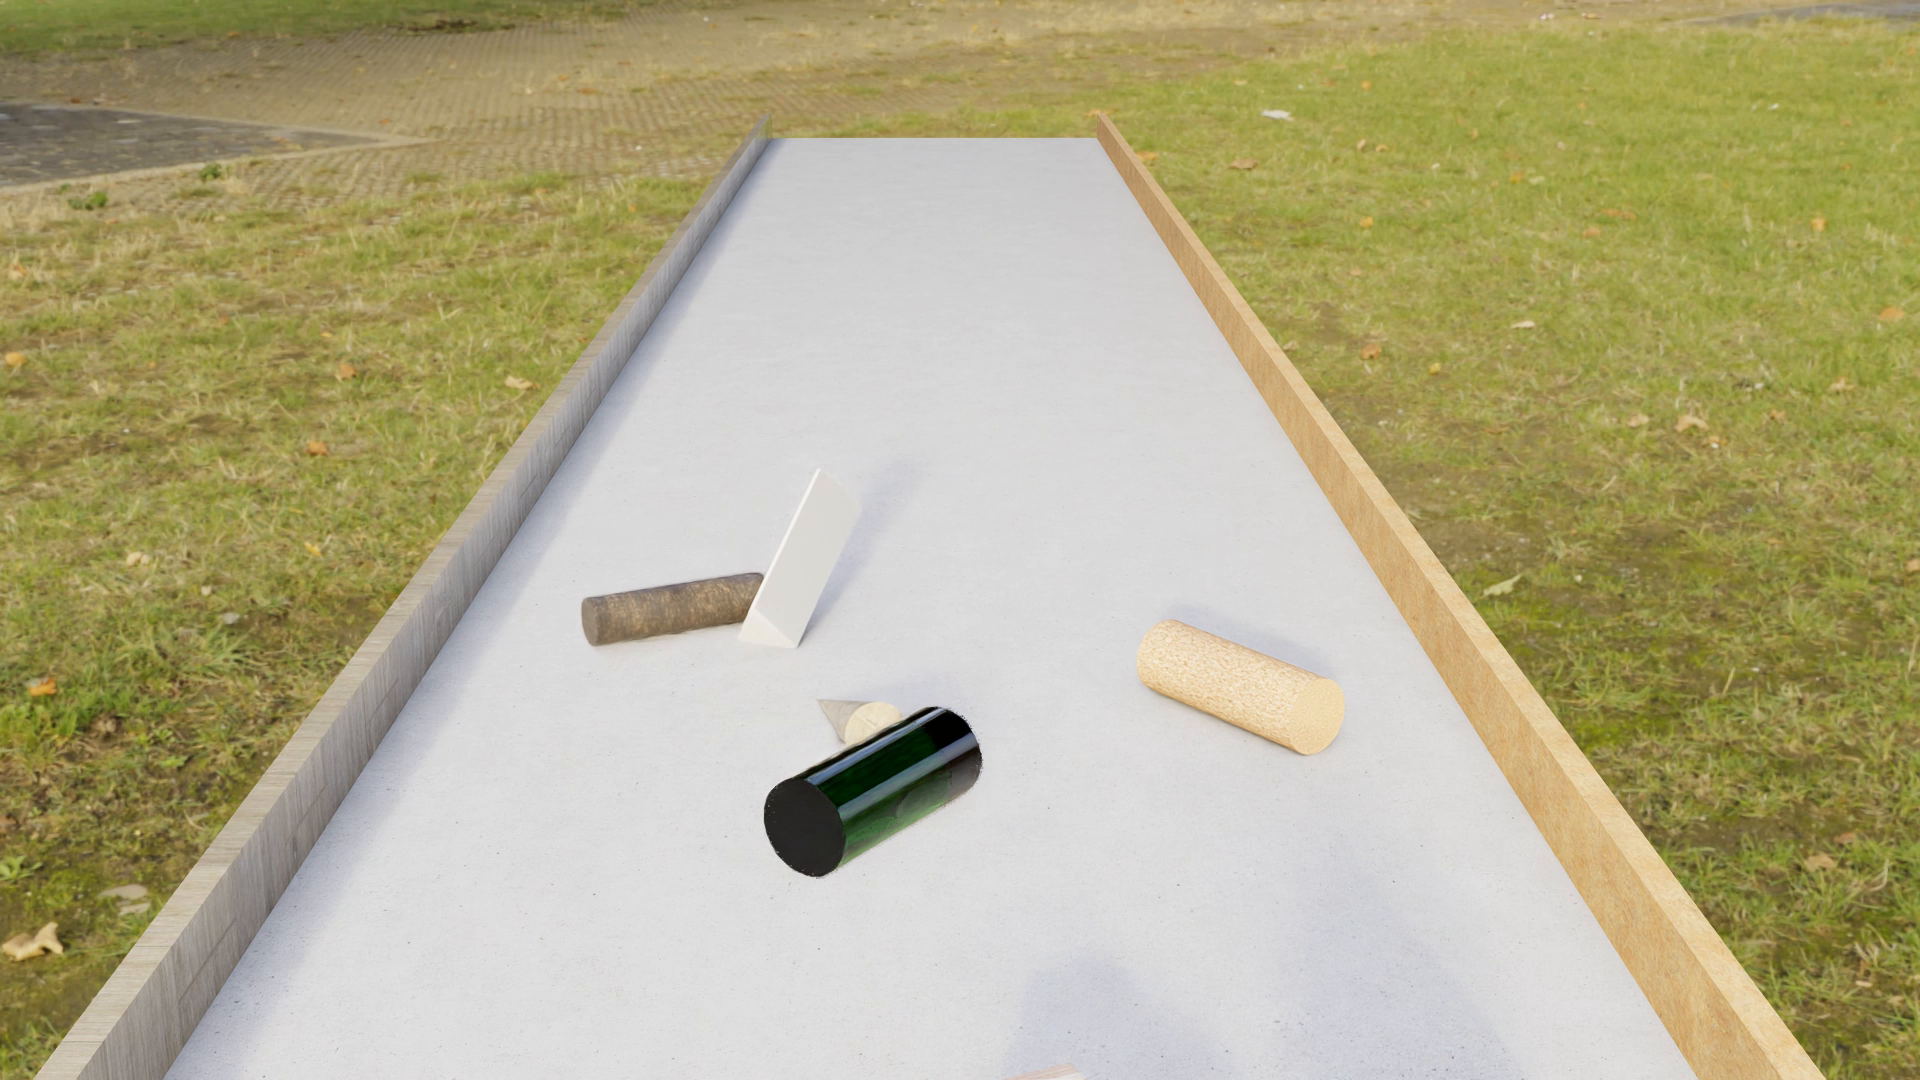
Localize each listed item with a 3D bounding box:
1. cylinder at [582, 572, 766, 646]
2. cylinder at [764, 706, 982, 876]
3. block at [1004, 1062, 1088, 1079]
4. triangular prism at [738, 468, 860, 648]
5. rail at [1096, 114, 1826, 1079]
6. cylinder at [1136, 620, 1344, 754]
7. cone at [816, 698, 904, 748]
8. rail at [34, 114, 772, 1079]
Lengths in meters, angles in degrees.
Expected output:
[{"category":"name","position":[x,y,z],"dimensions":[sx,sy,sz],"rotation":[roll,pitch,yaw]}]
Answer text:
[{"category":"cylinder","position":[-0.589,0.142,4.573],"dimensions":[0.381,0.100,0.100],"rotation":[-9,19,-27]},{"category":"cylinder","position":[-0.137,0.404,3.584],"dimensions":[0.161,0.161,0.381],"rotation":[11,20,32]},{"category":"block","position":[0.169,0.759,2.439],"dimensions":[0.135,0.135,0.450],"rotation":[-8,18,-25]},{"category":"triangular prism","position":[-0.346,0.031,4.575],"dimensions":[0.134,0.116,0.390],"rotation":[6,50,21]},{"category":"rail","position":[0.932,-0.844,7.801],"dimensions":[0.050,0.150,12.000],"rotation":[0,17,-1]},{"category":"cylinder","position":[0.515,0.268,4.078],"dimensions":[0.142,0.142,0.409],"rotation":[-12,20,-35]},{"category":"cone","position":[-0.212,0.323,4.040],"dimensions":[0.116,0.116,0.356],"rotation":[-6,8,-21]},{"category":"rail","position":[-1.118,-0.838,7.780],"dimensions":[0.050,0.150,12.000],"rotation":[0,17,-1]}]
